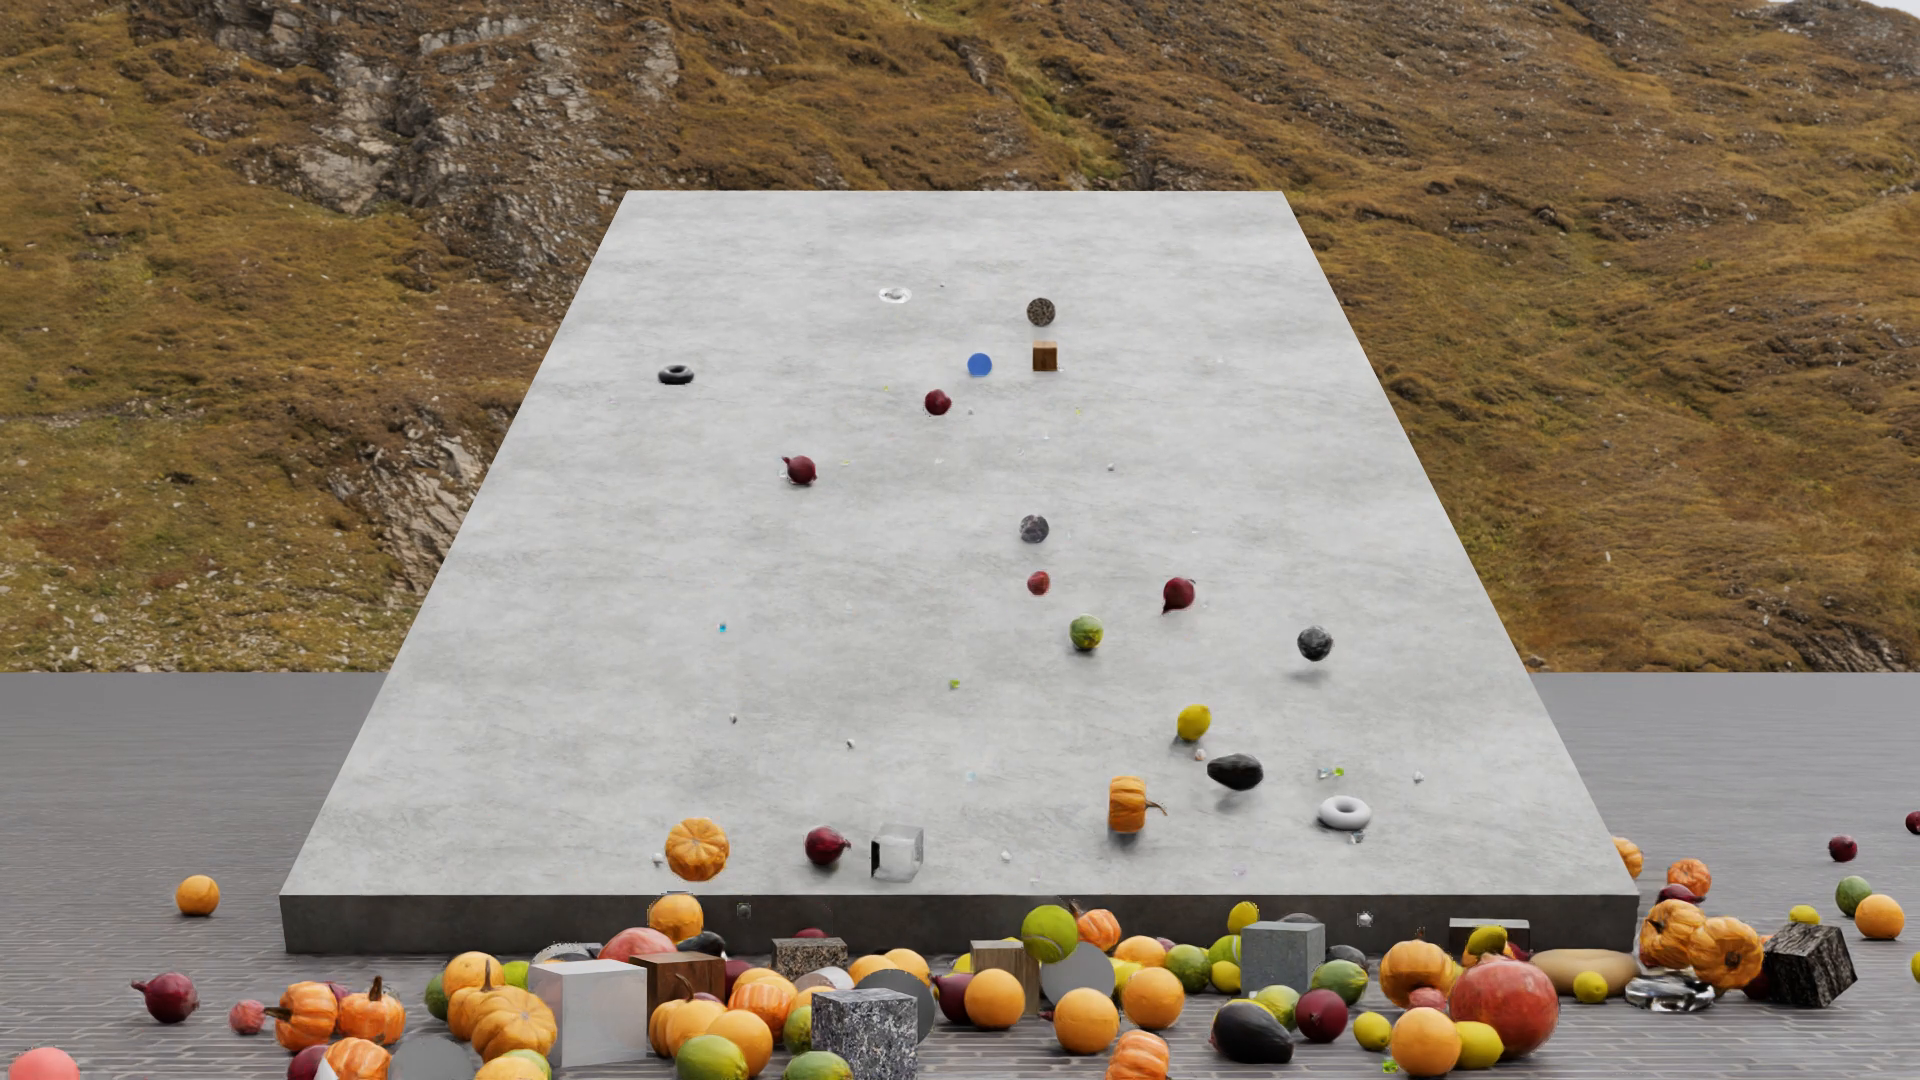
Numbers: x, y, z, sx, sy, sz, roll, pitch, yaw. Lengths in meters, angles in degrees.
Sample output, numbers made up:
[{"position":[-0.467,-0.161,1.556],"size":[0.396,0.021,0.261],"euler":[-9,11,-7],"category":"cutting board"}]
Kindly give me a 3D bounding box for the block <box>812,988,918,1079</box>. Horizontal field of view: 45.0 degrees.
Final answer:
[{"position":[-0.100,0.515,2.407],"size":[0.083,0.083,0.083],"euler":[2,-3,-27],"category":"block"}]

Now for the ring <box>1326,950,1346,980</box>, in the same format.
[{"position":[0.473,0.580,3.159],"size":[0.106,0.035,0.106],"euler":[-1,-4,0],"category":"ring"}]

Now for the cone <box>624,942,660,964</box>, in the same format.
[{"position":[-0.431,0.572,3.008],"size":[0.077,0.077,0.077],"euler":[-29,-14,19],"category":"cone"}]

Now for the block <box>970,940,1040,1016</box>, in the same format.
[{"position":[0.055,0.541,2.868],"size":[0.081,0.081,0.081],"euler":[0,-3,-3],"category":"block"}]

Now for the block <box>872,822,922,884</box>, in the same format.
[{"position":[-0.094,0.466,3.454],"size":[0.061,0.061,0.061],"euler":[7,24,14],"category":"block"}]

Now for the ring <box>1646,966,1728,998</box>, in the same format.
[{"position":[0.935,0.571,2.987],"size":[0.104,0.035,0.104],"euler":[1,-4,0],"category":"ring"}]

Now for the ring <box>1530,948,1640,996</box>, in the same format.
[{"position":[0.816,0.567,3.035],"size":[0.146,0.049,0.146],"euler":[-1,-2,0],"category":"ring"}]

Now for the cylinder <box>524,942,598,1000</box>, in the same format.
[{"position":[-0.461,0.525,2.715],"size":[0.095,0.095,0.095],"euler":[1,-3,-13],"category":"cylinder"}]

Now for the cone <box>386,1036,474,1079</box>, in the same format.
[{"position":[-0.513,0.527,2.208],"size":[0.083,0.083,0.083],"euler":[2,-30,-27],"category":"cone"}]

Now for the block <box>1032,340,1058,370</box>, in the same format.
[{"position":[0.204,-0.443,5.562],"size":[0.058,0.058,0.058],"euler":[0,23,0],"category":"block"}]

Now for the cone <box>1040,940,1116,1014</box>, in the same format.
[{"position":[0.139,0.562,2.898],"size":[0.095,0.095,0.095],"euler":[0,-30,-8],"category":"cone"}]

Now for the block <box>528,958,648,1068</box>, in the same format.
[{"position":[-0.406,0.514,2.524],"size":[0.097,0.097,0.097],"euler":[2,-4,-32],"category":"block"}]

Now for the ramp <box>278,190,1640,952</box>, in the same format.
[{"position":[-0.008,-0.227,5.259],"size":[2.000,0.100,4.000],"euler":[0,23,0],"category":"ramp"}]

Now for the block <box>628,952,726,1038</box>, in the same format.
[{"position":[-0.331,0.530,2.707],"size":[0.085,0.085,0.085],"euler":[2,-4,-31],"category":"block"}]

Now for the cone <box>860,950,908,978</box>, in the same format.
[{"position":[-0.098,0.577,3.046],"size":[0.061,0.061,0.061],"euler":[0,-30,2],"category":"cone"}]

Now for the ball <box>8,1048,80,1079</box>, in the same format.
[{"position":[-0.838,0.495,2.120],"size":[0.061,0.061,0.061],"euler":[0,-3,0],"category":"ball"}]

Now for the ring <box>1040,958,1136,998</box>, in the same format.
[{"position":[0.158,0.566,2.995],"size":[0.137,0.046,0.137],"euler":[1,-3,0],"category":"ring"}]

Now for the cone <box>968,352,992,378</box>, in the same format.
[{"position":[0.044,-0.414,5.534],"size":[0.060,0.060,0.060],"euler":[0,-3,-6],"category":"cone"}]

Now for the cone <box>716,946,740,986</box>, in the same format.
[{"position":[-0.319,0.568,3.099],"size":[0.052,0.052,0.052],"euler":[0,-3,0],"category":"cone"}]

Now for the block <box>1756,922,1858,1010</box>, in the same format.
[{"position":[1.066,0.535,2.916],"size":[0.074,0.074,0.074],"euler":[-28,12,-30],"category":"block"}]

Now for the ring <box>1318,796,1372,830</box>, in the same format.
[{"position":[0.598,0.424,3.597],"size":[0.081,0.027,0.081],"euler":[1,23,0],"category":"ring"}]

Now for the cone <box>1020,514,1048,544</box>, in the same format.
[{"position":[0.151,-0.020,4.622],"size":[0.059,0.059,0.059],"euler":[0,-4,9],"category":"cone"}]

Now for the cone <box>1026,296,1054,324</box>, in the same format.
[{"position":[0.207,-0.575,5.899],"size":[0.073,0.073,0.073],"euler":[0,-13,8],"category":"cone"}]

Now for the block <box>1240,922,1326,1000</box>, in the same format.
[{"position":[0.420,0.545,3.005],"size":[0.088,0.088,0.088],"euler":[-1,-3,24],"category":"block"}]

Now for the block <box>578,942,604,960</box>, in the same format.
[{"position":[-0.498,0.561,3.033],"size":[0.059,0.059,0.059],"euler":[1,-3,-15],"category":"block"}]

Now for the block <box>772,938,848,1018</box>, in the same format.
[{"position":[-0.186,0.538,2.849],"size":[0.086,0.086,0.086],"euler":[1,-3,-9],"category":"block"}]

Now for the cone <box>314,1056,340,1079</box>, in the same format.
[{"position":[-0.582,0.505,2.130],"size":[0.063,0.063,0.063],"euler":[-5,4,0],"category":"cone"}]

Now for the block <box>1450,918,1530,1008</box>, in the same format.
[{"position":[0.673,0.536,2.944],"size":[0.098,0.098,0.098],"euler":[-1,-3,12],"category":"block"}]

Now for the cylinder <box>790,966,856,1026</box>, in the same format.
[{"position":[-0.164,0.545,2.766],"size":[0.063,0.063,0.063],"euler":[-1,-3,16],"category":"cylinder"}]

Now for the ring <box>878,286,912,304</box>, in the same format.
[{"position":[-0.170,-0.640,6.054],"size":[0.087,0.029,0.087],"euler":[1,23,0],"category":"ring"}]

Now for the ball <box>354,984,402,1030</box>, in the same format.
[{"position":[-0.680,0.545,2.706],"size":[0.055,0.055,0.055],"euler":[0,-3,0],"category":"ball"}]

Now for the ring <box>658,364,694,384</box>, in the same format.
[{"position":[-0.670,-0.390,5.473],"size":[0.086,0.029,0.086],"euler":[0,25,0],"category":"ring"}]

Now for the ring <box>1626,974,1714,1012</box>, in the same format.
[{"position":[0.885,0.565,2.890],"size":[0.107,0.036,0.107],"euler":[-1,-3,0],"category":"ring"}]

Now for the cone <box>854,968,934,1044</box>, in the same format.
[{"position":[-0.080,0.546,2.612],"size":[0.097,0.097,0.097],"euler":[0,-30,-5],"category":"cone"}]
